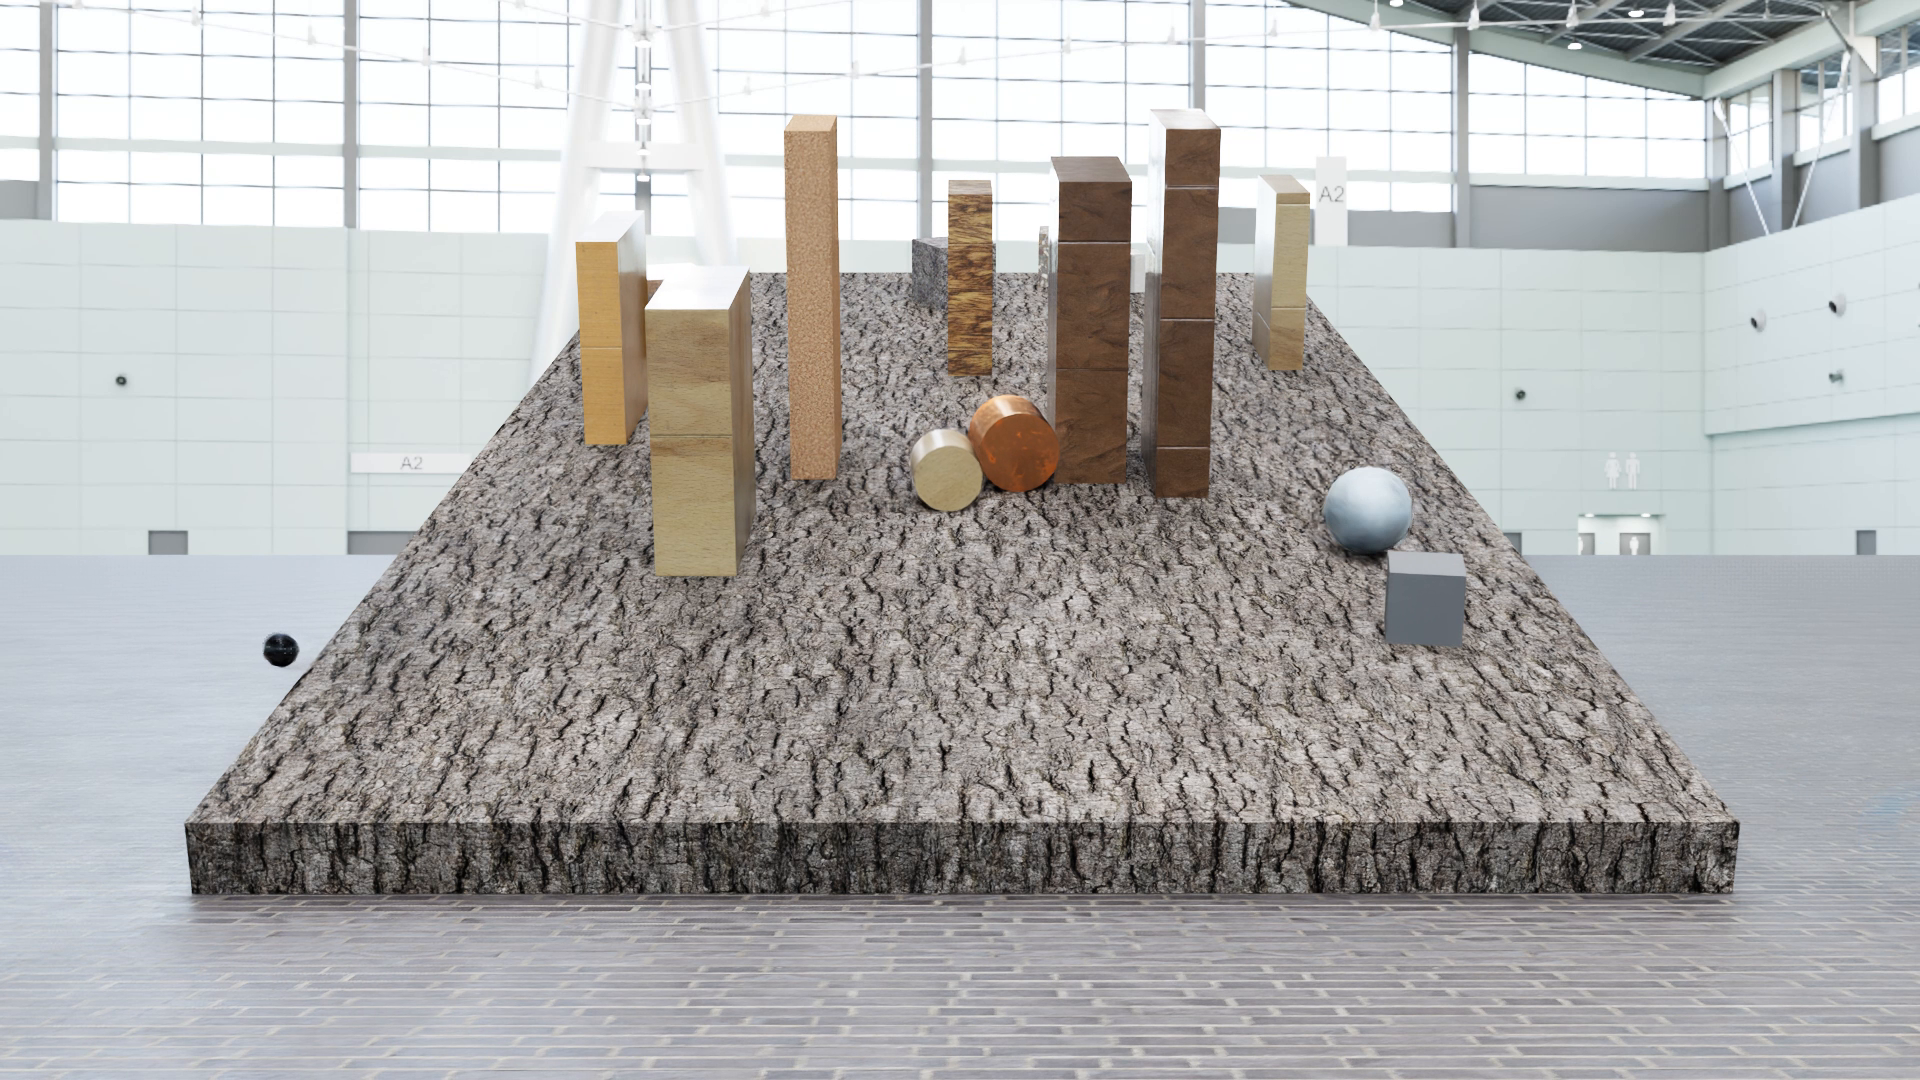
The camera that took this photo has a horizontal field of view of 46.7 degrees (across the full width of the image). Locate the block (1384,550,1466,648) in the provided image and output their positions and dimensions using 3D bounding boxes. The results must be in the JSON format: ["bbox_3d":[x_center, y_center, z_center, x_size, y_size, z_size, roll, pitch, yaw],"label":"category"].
[{"bbox_3d":[0.740,0.093,3.540,0.117,0.117,0.117,3,17,9],"label":"block"}]

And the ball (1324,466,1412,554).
[{"bbox_3d":[0.727,-0.053,3.955,0.155,0.155,0.155,0,0,0],"label":"ball"}]

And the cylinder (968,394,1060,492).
[{"bbox_3d":[0.106,-0.193,4.405,0.158,0.158,0.158,0,17,-8],"label":"cylinder"}]

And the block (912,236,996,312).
[{"bbox_3d":[-0.017,-0.746,6.189,0.174,0.174,0.174,-9,19,-26],"label":"block"}]

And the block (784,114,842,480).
[{"bbox_3d":[-0.294,-0.493,4.476,0.088,0.689,0.287,0,17,0],"label":"block"}]

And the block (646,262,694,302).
[{"bbox_3d":[-0.749,-0.569,5.554,0.205,0.205,0.205,-5,18,-18],"label":"block"}]

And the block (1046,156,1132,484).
[{"bbox_3d":[0.258,-0.455,4.513,0.141,0.597,0.392,0,17,0],"label":"block"}]

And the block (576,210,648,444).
[{"bbox_3d":[-0.751,-0.471,4.843,0.087,0.432,0.424,0,17,0],"label":"block"}]

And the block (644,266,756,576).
[{"bbox_3d":[-0.456,-0.221,3.964,0.140,0.468,0.411,0,17,0],"label":"block"}]

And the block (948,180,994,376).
[{"bbox_3d":[0.024,-0.640,5.395,0.106,0.435,0.258,0,17,0],"label":"block"}]

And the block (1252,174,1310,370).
[{"bbox_3d":[0.791,-0.665,5.490,0.083,0.430,0.322,0,17,0],"label":"block"}]

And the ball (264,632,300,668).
[{"bbox_3d":[-2.557,0.414,8.366,0.130,0.130,0.130,0,0,0],"label":"ball"}]

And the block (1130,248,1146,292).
[{"bbox_3d":[0.464,-0.776,6.398,0.110,0.110,0.110,-5,18,-15],"label":"block"}]

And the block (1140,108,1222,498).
[{"bbox_3d":[0.431,-0.473,4.380,0.103,0.708,0.353,0,17,0],"label":"block"}]

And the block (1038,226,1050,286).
[{"bbox_3d":[0.308,-0.831,6.502,0.154,0.154,0.154,1,17,3],"label":"block"}]

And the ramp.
[{"bbox_3d":[-0.003,-0.173,4.782,2.000,0.100,4.000,0,17,0],"label":"ramp"}]

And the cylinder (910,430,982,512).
[{"bbox_3d":[-0.027,-0.135,4.264,0.129,0.129,0.129,0,17,-5],"label":"cylinder"}]
